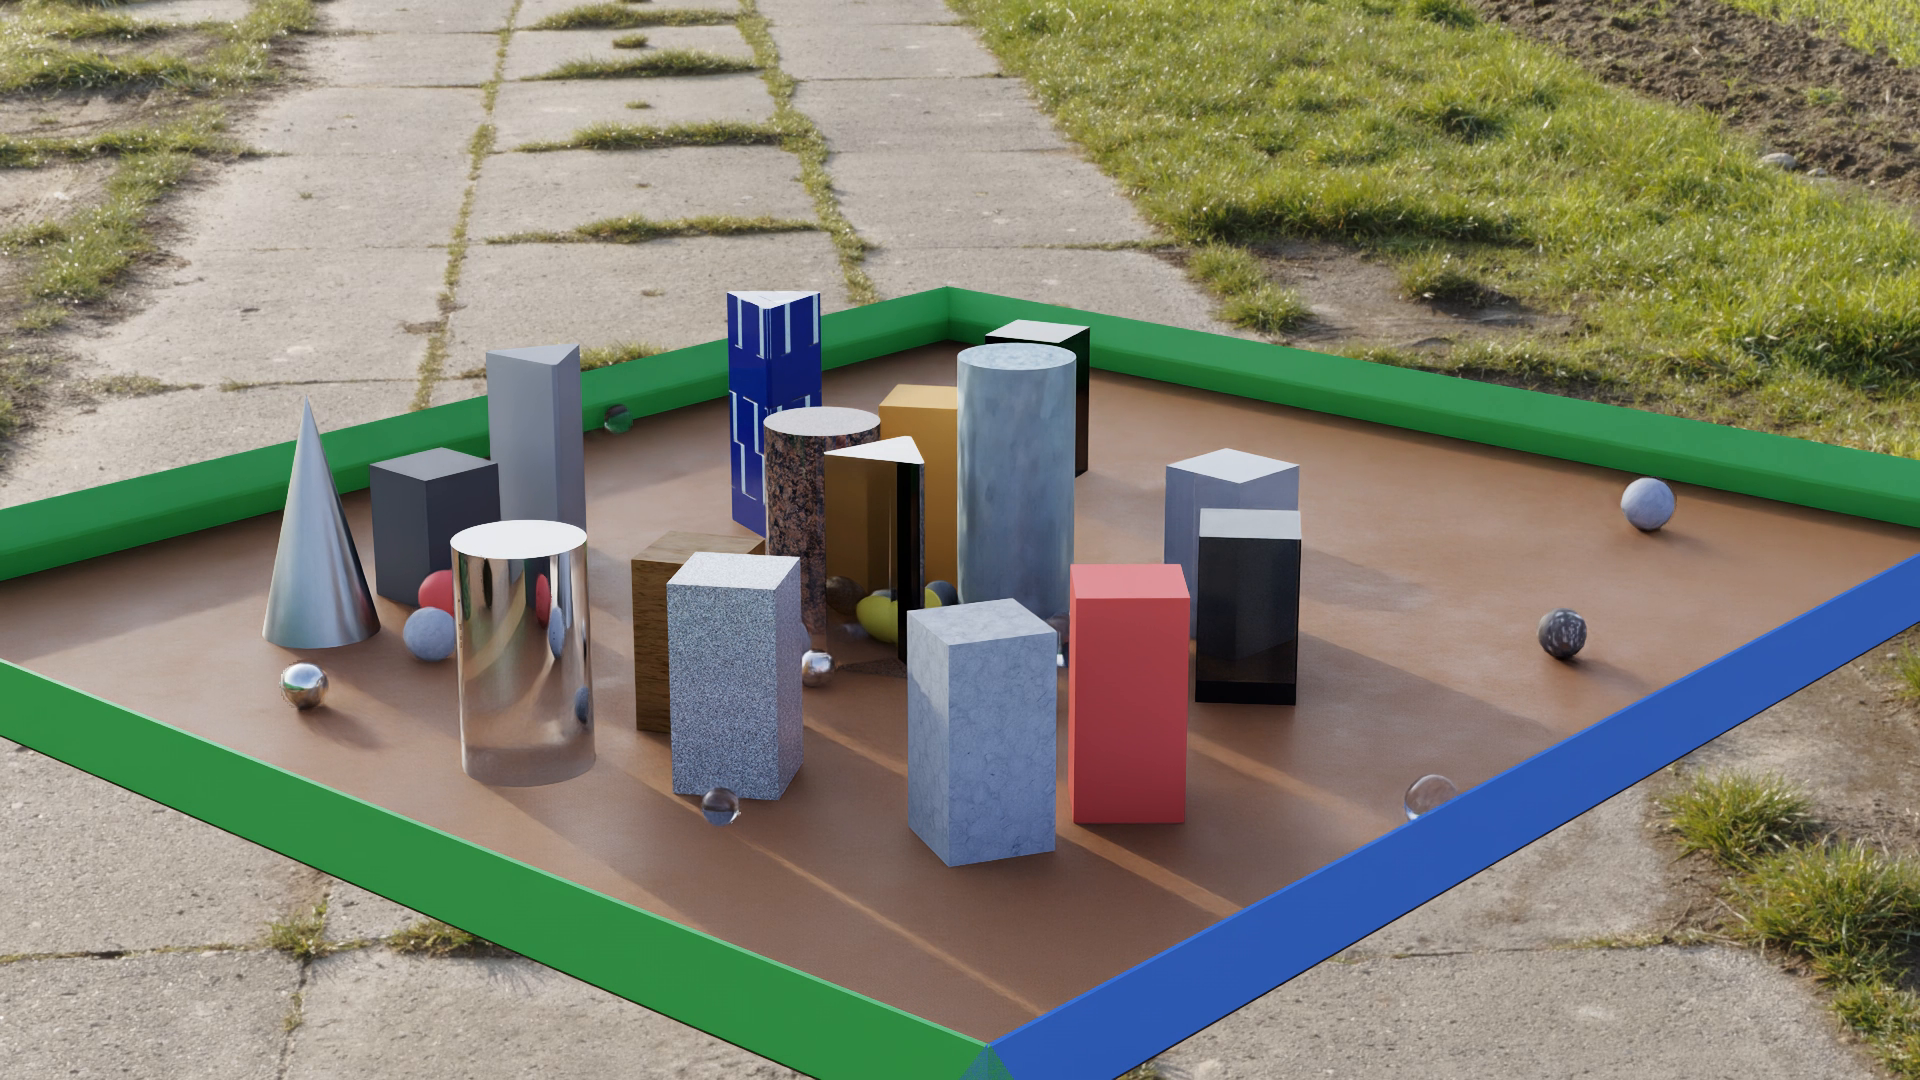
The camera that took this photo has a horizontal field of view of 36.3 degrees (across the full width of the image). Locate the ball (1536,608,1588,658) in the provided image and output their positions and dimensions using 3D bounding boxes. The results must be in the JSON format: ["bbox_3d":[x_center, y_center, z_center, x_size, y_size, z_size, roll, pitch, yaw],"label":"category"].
[{"bbox_3d":[0.986,0.153,4.805,0.081,0.081,0.081,0,17,0],"label":"ball"}]

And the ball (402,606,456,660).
[{"bbox_3d":[-0.865,0.153,4.789,0.088,0.088,0.088,0,17,0],"label":"ball"}]

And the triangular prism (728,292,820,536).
[{"bbox_3d":[-0.369,-0.241,5.486,0.147,0.440,0.170,10,19,29],"label":"triangular prism"}]

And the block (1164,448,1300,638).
[{"bbox_3d":[0.453,0.013,4.912,0.157,0.286,0.157,16,23,42],"label":"block"}]

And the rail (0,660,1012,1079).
[{"bbox_3d":[-0.964,0.352,4.057,2.675,0.127,0.045,14,22,39],"label":"rail"}]

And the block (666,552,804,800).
[{"bbox_3d":[-0.324,0.195,4.252,0.157,0.318,0.157,3,17,10],"label":"block"}]

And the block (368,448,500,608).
[{"bbox_3d":[-0.911,-0.019,5.106,0.157,0.236,0.157,15,22,40],"label":"block"}]

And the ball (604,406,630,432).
[{"bbox_3d":[-0.724,-0.255,6.198,0.057,0.057,0.057,0,17,0],"label":"ball"}]

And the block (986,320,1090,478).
[{"bbox_3d":[0.154,-0.272,5.839,0.157,0.296,0.157,8,18,24],"label":"block"}]

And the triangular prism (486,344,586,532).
[{"bbox_3d":[-0.736,-0.157,5.310,0.170,0.381,0.147,12,21,35],"label":"triangular prism"}]

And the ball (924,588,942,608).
[{"bbox_3d":[-0.067,0.117,4.930,0.076,0.076,0.076,0,17,0],"label":"ball"}]

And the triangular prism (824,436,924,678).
[{"bbox_3d":[-0.111,0.024,4.748,0.170,0.360,0.147,6,18,20],"label":"triangular prism"}]

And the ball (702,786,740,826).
[{"bbox_3d":[-0.337,0.374,4.118,0.054,0.054,0.054,0,17,0],"label":"ball"}]

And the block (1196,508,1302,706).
[{"bbox_3d":[0.455,0.104,4.634,0.157,0.272,0.157,2,17,5],"label":"block"}]

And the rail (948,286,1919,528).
[{"bbox_3d":[0.964,-0.288,6.183,2.675,0.127,0.045,14,22,39],"label":"rail"}]

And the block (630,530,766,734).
[{"bbox_3d":[-0.397,0.145,4.496,0.157,0.274,0.157,5,17,16],"label":"block"}]

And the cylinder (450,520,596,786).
[{"bbox_3d":[-0.640,0.165,4.304,0.196,0.347,0.196,0,17,0],"label":"cylinder"}]

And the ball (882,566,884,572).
[{"bbox_3d":[-0.177,0.052,5.129,0.085,0.085,0.085,0,17,0],"label":"ball"}]

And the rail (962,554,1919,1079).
[{"bbox_3d":[0.992,0.281,4.295,0.045,0.127,2.987,14,22,39],"label":"rail"}]

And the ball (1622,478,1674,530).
[{"bbox_3d":[1.292,-0.068,5.505,0.098,0.098,0.098,0,17,0],"label":"ball"}]

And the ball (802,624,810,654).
[{"bbox_3d":[-0.290,0.167,4.729,0.096,0.096,0.096,0,17,0],"label":"ball"}]

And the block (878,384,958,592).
[{"bbox_3d":[-0.048,-0.091,5.173,0.157,0.334,0.157,3,17,11],"label":"block"}]

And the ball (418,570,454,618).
[{"bbox_3d":[-0.872,0.096,4.974,0.092,0.092,0.092,0,17,0],"label":"ball"}]

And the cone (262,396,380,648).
[{"bbox_3d":[-1.077,-0.045,4.889,0.196,0.411,0.196,0,17,0],"label":"cone"}]

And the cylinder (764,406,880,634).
[{"bbox_3d":[-0.231,-0.034,4.967,0.196,0.345,0.196,0,17,0],"label":"cylinder"}]

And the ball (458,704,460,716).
[{"bbox_3d":[-0.741,0.256,4.497,0.059,0.059,0.059,0,17,0],"label":"ball"}]

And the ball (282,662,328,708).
[{"bbox_3d":[-1.021,0.227,4.573,0.072,0.072,0.072,0,17,0],"label":"ball"}]

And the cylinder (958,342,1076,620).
[{"bbox_3d":[0.094,-0.080,4.908,0.196,0.466,0.196,0,17,0],"label":"cylinder"}]

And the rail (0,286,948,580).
[{"bbox_3d":[-0.992,-0.217,5.945,0.045,0.127,2.987,14,22,39],"label":"rail"}]

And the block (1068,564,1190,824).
[{"bbox_3d":[0.237,0.217,4.156,0.157,0.333,0.157,0,17,-1],"label":"block"}]

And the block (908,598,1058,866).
[{"bbox_3d":[0.029,0.262,4.030,0.157,0.318,0.157,-6,18,-21],"label":"block"}]

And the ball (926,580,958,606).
[{"bbox_3d":[-0.035,0.103,4.992,0.067,0.067,0.067,0,17,0],"label":"ball"}]

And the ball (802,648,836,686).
[{"bbox_3d":[-0.229,0.203,4.670,0.061,0.061,0.061,0,17,0],"label":"ball"}]

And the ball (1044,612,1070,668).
[{"bbox_3d":[0.171,0.161,4.758,0.091,0.091,0.091,0,17,0],"label":"ball"}]

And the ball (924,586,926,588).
[{"bbox_3d":[-0.088,0.093,5.029,0.065,0.065,0.065,0,17,0],"label":"ball"}]

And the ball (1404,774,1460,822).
[{"bbox_3d":[0.661,0.367,4.095,0.079,0.079,0.079,0,17,0],"label":"ball"}]
